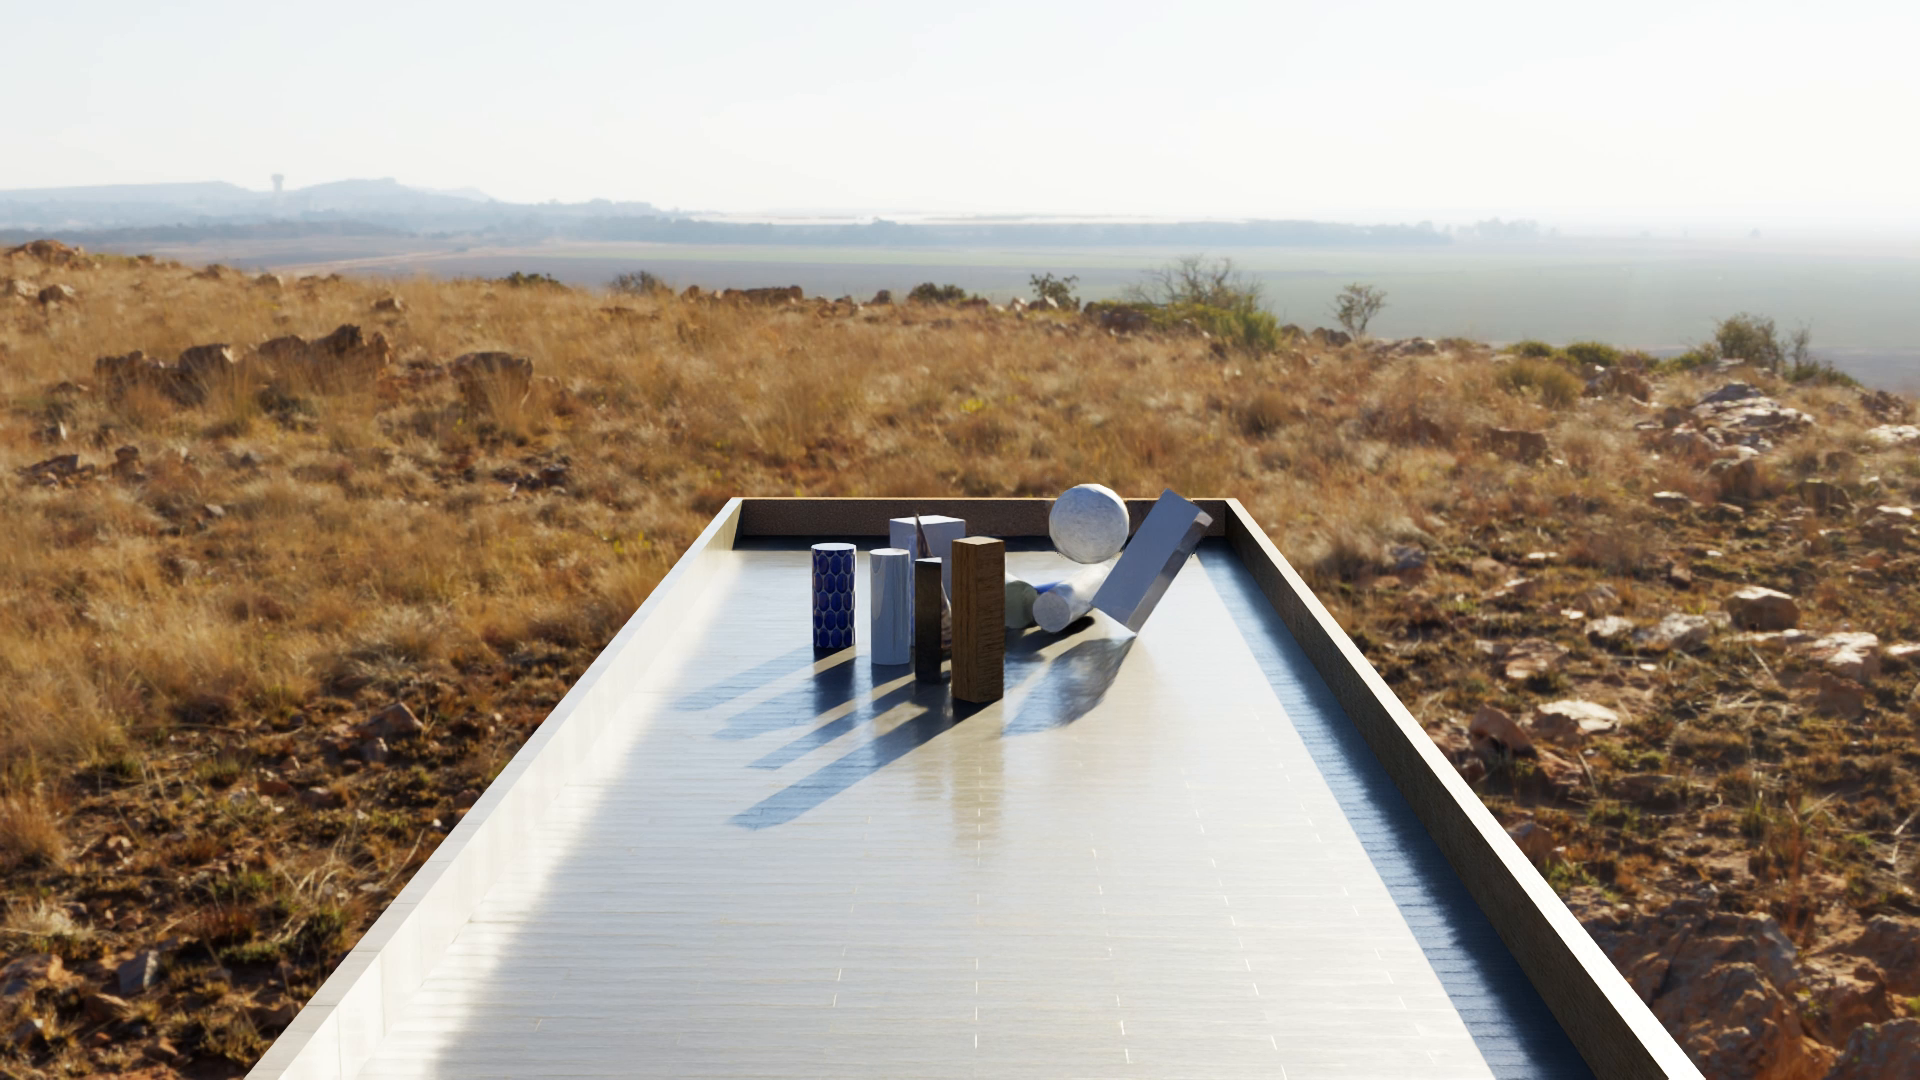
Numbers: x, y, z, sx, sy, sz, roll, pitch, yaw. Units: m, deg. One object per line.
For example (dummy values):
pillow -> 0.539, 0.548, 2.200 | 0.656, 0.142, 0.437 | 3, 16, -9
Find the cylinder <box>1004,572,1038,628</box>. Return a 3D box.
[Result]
cylinder -> 0.133, 0.186, 7.332 | 0.159, 0.159, 0.335 | -3, 9, -18

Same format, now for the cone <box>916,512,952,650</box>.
cone -> -0.097, 0.117, 6.796 | 0.135, 0.444, 0.135 | -11, 4, 1

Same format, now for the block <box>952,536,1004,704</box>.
block -> 0.050, 0.223, 6.173 | 0.104, 0.448, 0.104 | -9, 12, -43

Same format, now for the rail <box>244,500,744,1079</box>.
rail -> -1.004, 0.839, 3.234 | 0.050, 0.150, 12.000 | 0, 9, 1

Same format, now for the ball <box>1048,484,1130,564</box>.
ball -> 0.428, -0.053, 7.289 | 0.268, 0.268, 0.268 | 0, 9, 0

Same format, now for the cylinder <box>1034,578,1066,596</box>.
cylinder -> 0.340, 0.189, 7.486 | 0.104, 0.104, 0.314 | 8, 12, 41

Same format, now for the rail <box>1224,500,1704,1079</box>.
rail -> 1.046, 0.843, 3.208 | 0.050, 0.150, 12.000 | 0, 9, 1

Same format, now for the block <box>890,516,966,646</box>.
block -> -0.099, 0.128, 6.948 | 0.173, 0.386, 0.173 | -6, 9, -32

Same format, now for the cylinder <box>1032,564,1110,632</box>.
cylinder -> 0.382, 0.189, 7.286 | 0.133, 0.133, 0.392 | 4, 15, 26

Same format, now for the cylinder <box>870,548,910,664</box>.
cylinder -> -0.212, 0.201, 6.665 | 0.120, 0.336, 0.120 | 0, 9, 0

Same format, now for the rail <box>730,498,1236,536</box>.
rail -> 0.099, -0.098, 9.147 | 2.100, 0.150, 0.050 | 0, 9, 1

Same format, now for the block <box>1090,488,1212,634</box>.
block -> 0.615, 0.068, 7.047 | 0.142, 0.444, 0.142 | 34, 1, 26

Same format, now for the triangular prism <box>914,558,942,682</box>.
triangular prism -> -0.076, 0.231, 6.415 | 0.087, 0.355, 0.076 | 5, 10, 28

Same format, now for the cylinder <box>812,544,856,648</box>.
cylinder -> -0.396, 0.173, 6.926 | 0.140, 0.310, 0.140 | 0, 9, 0
